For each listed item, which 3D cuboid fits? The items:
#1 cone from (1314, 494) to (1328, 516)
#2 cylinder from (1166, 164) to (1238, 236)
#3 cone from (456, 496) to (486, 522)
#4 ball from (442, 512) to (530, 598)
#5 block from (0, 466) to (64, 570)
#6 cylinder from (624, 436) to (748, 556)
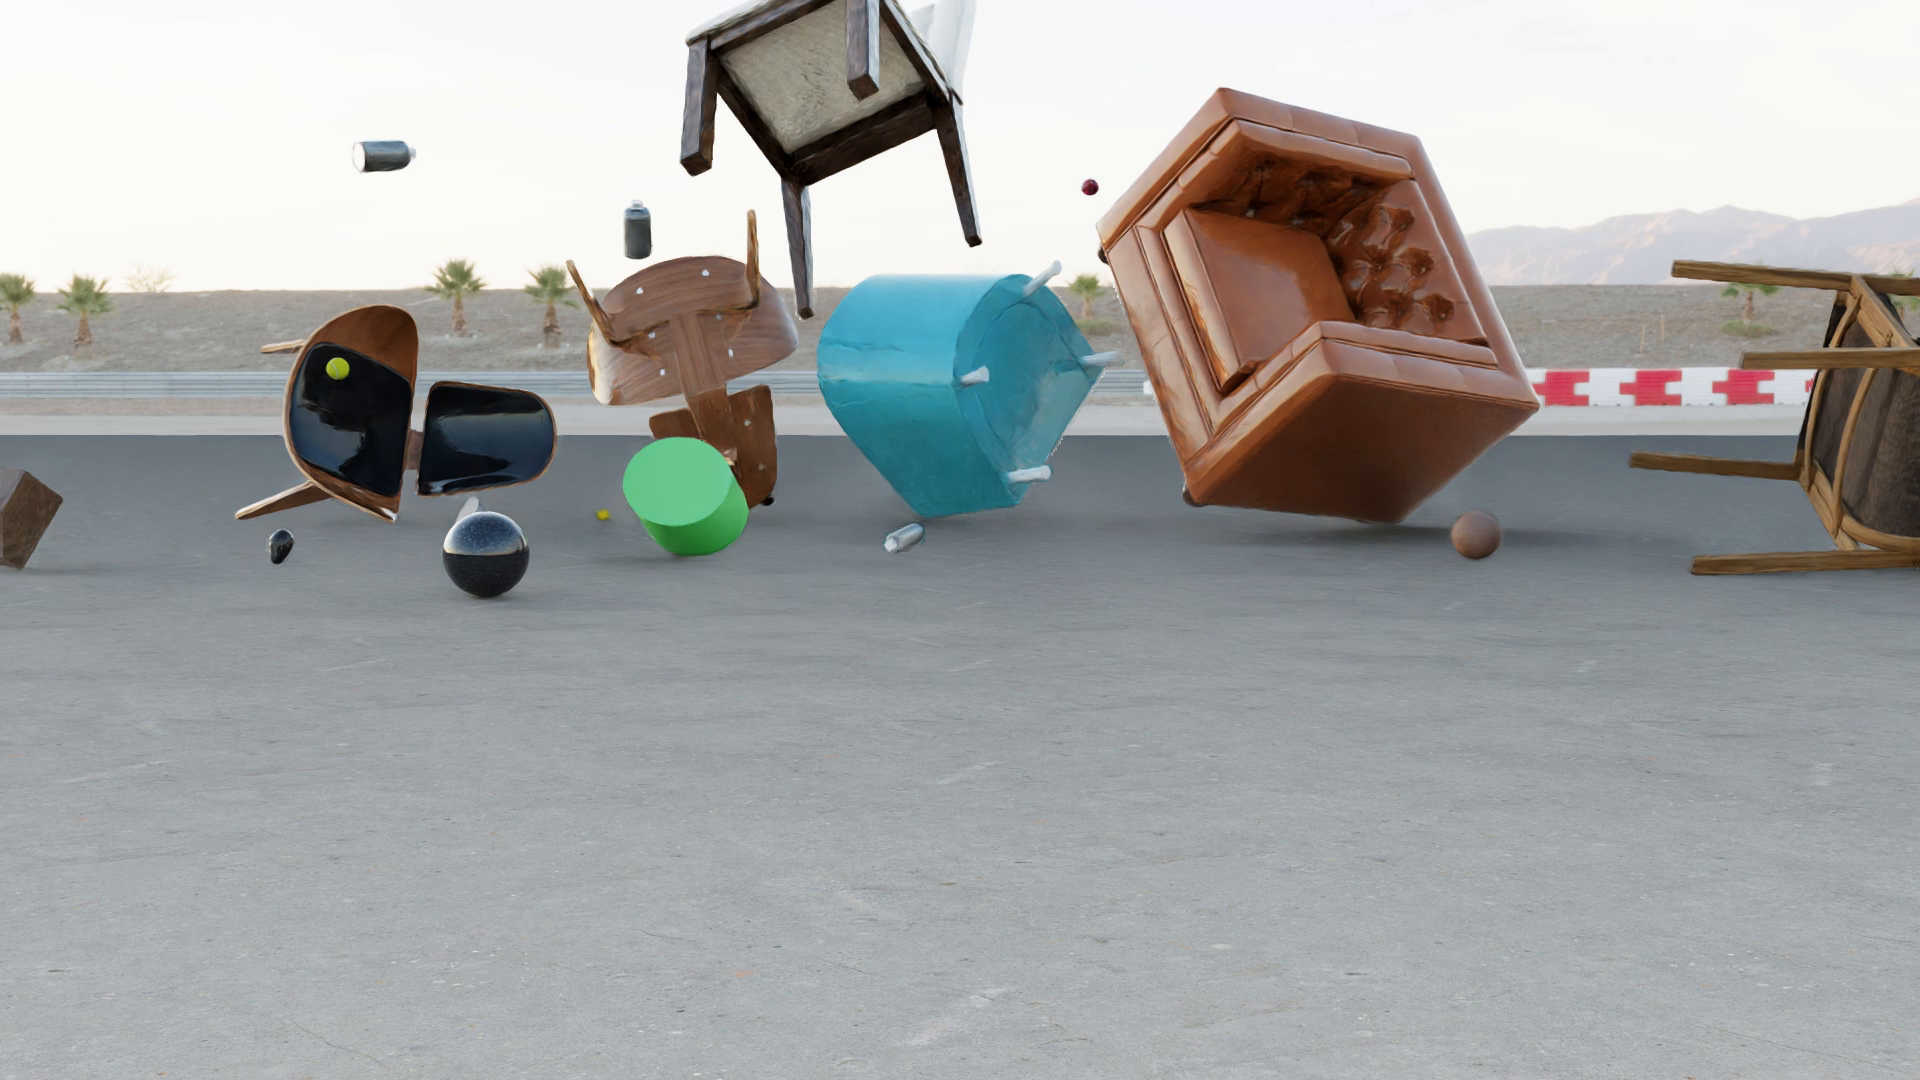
[{"bbox_3d":[1.274,-0.128,7.773,0.058,0.087,0.038,-2,4,-21],"label":"cone"},{"bbox_3d":[0.832,-1.167,7.550,0.180,0.185,0.152,-40,7,-27],"label":"cylinder"},{"bbox_3d":[-1.448,-0.042,6.710,0.140,0.136,0.131,28,-4,-33],"label":"cone"},{"bbox_3d":[-1.022,0.031,4.741,0.185,0.185,0.185,0,4,0],"label":"ball"},{"bbox_3d":[-2.374,-0.057,5.481,0.124,0.206,0.138,9,-26,29],"label":"block"},{"bbox_3d":[-0.727,-0.114,5.845,0.290,0.255,0.211,9,-21,12],"label":"cylinder"}]
